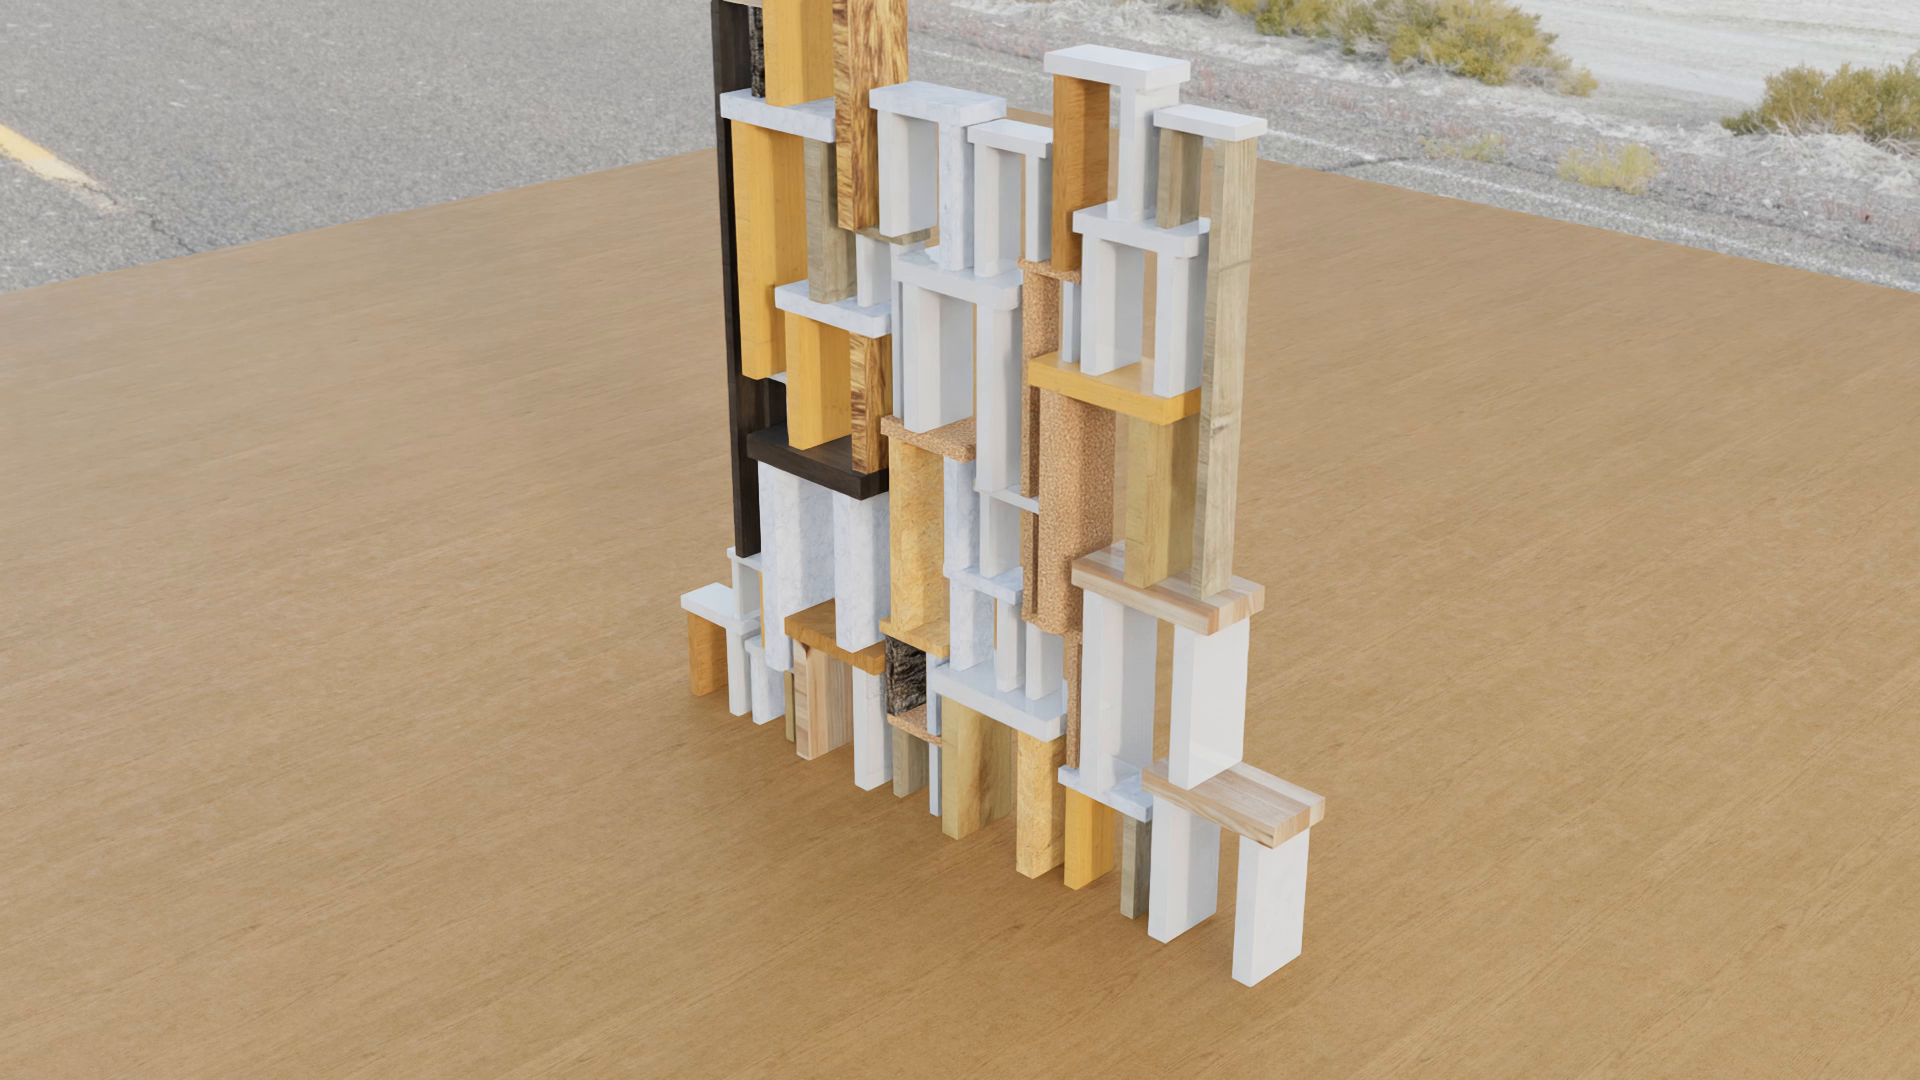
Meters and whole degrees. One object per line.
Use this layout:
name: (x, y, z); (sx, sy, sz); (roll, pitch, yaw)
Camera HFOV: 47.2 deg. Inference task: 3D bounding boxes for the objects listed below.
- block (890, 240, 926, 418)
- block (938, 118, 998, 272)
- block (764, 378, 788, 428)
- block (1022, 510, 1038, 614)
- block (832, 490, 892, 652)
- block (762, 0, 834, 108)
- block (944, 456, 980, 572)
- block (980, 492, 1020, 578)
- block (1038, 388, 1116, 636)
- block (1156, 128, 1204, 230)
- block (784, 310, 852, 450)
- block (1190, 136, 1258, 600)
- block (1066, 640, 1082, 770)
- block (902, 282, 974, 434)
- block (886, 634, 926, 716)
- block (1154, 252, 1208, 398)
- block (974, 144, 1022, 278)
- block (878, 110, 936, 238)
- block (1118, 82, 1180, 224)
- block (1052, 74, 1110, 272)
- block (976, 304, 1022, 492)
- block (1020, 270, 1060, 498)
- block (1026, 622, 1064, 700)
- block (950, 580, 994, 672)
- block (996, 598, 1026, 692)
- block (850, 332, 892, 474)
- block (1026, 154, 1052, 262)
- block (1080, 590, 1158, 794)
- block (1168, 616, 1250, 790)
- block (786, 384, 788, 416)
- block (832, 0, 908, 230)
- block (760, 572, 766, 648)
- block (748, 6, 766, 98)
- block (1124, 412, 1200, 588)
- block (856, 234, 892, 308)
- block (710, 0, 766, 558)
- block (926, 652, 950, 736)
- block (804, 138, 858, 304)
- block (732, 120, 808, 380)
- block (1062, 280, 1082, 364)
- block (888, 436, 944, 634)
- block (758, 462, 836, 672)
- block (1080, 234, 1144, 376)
block: (-0.096, -0.401, 4.159); (0.020, 0.342, 0.071); (21, 31, 41)
block: (0.016, -0.624, 3.944); (0.033, 0.265, 0.115); (21, 31, 41)
block: (-0.377, -0.148, 4.577); (0.015, 0.417, 0.053); (21, 31, 41)
block: (0.154, 0.028, 4.074); (0.024, 0.203, 0.084); (21, 31, 41)
block: (-0.173, 0.041, 4.427); (0.048, 0.340, 0.170); (21, 31, 41)
block: (-0.301, -0.972, 4.129); (0.146, 0.292, 0.041); (-22, 31, -40)
block: (0.021, -0.064, 4.172); (0.113, 0.226, 0.032); (-21, 31, -40)
block: (0.075, -0.019, 4.141); (0.084, 0.168, 0.024); (-21, 31, -40)
block: (0.210, -0.068, 3.965); (0.153, 0.465, 0.043); (-22, 31, -40)
block: (0.358, -0.596, 3.580); (0.023, 0.164, 0.082); (22, 32, 39)
block: (-0.279, -0.334, 4.389); (0.040, 0.283, 0.141); (21, 31, 40)
block: (0.435, -0.276, 3.632); (0.023, 0.792, 0.082); (21, 31, 40)
block: (0.235, 0.295, 4.102); (0.022, 0.264, 0.079); (21, 31, 41)
block: (-0.040, -0.356, 4.123); (0.041, 0.286, 0.143); (21, 31, 41)
block: (-0.109, 0.260, 4.449); (0.089, 0.177, 0.025); (-21, 31, -41)
block: (0.377, -0.369, 3.655); (0.034, 0.243, 0.121); (20, 31, 40)
block: (0.067, -0.591, 3.902); (0.026, 0.239, 0.092); (21, 31, 40)
block: (-0.096, -0.682, 4.036); (0.115, 0.230, 0.033); (-22, 31, -40)
block: (0.309, -0.642, 3.615); (0.031, 0.221, 0.111); (21, 31, 40)
block: (0.205, -0.630, 3.733); (0.031, 0.333, 0.111); (20, 30, 39)
block: (0.095, -0.273, 4.012); (0.143, 0.352, 0.041); (-21, 31, -40)
block: (0.143, -0.284, 3.942); (0.072, 0.426, 0.021); (-21, 31, -40)
block: (0.160, 0.217, 4.150); (0.022, 0.158, 0.079); (22, 31, 41)
block: (0.024, 0.152, 4.264); (0.027, 0.189, 0.095); (21, 31, 41)
block: (0.113, 0.187, 4.182); (0.027, 0.189, 0.095); (21, 31, 41)
block: (-0.146, -0.282, 4.267); (0.040, 0.283, 0.141); (21, 31, 40)
block: (0.155, -0.582, 3.810); (0.026, 0.184, 0.092); (21, 31, 40)
block: (0.290, 0.255, 4.020); (0.155, 0.401, 0.044); (-21, 31, -40)
block: (0.438, 0.270, 3.867); (0.044, 0.310, 0.155); (21, 31, 40)
block: (-0.327, -0.272, 4.470); (0.015, 0.105, 0.053); (22, 31, 40)
block: (-0.162, -0.826, 4.042); (0.146, 0.492, 0.041); (-21, 31, -40)
block: (-0.394, 0.142, 4.707); (0.020, 0.180, 0.069); (21, 31, 41)
block: (-0.361, -0.939, 4.205); (0.086, 0.172, 0.024); (-22, 31, -40)
block: (0.355, -0.084, 3.801); (0.043, 0.307, 0.153); (21, 31, 40)
block: (-0.163, -0.519, 4.181); (0.020, 0.141, 0.071); (21, 31, 41)
block: (-0.440, -0.513, 4.475); (0.086, 1.168, 0.024); (-21, 31, -41)
block: (-0.025, 0.293, 4.372); (0.089, 0.177, 0.025); (-21, 31, -41)
block: (-0.219, -0.623, 4.201); (0.045, 0.317, 0.158); (21, 31, 41)
block: (-0.369, -0.588, 4.378); (0.158, 0.519, 0.045); (-22, 31, -40)
block: (0.211, -0.386, 3.822); (0.021, 0.145, 0.072); (21, 31, 40)
block: (-0.085, -0.023, 4.306); (0.113, 0.406, 0.032); (-21, 31, -41)
block: (-0.334, 0.035, 4.598); (0.048, 0.462, 0.170); (21, 31, 41)
block: (0.261, -0.413, 3.759); (0.034, 0.243, 0.122); (21, 31, 40)
